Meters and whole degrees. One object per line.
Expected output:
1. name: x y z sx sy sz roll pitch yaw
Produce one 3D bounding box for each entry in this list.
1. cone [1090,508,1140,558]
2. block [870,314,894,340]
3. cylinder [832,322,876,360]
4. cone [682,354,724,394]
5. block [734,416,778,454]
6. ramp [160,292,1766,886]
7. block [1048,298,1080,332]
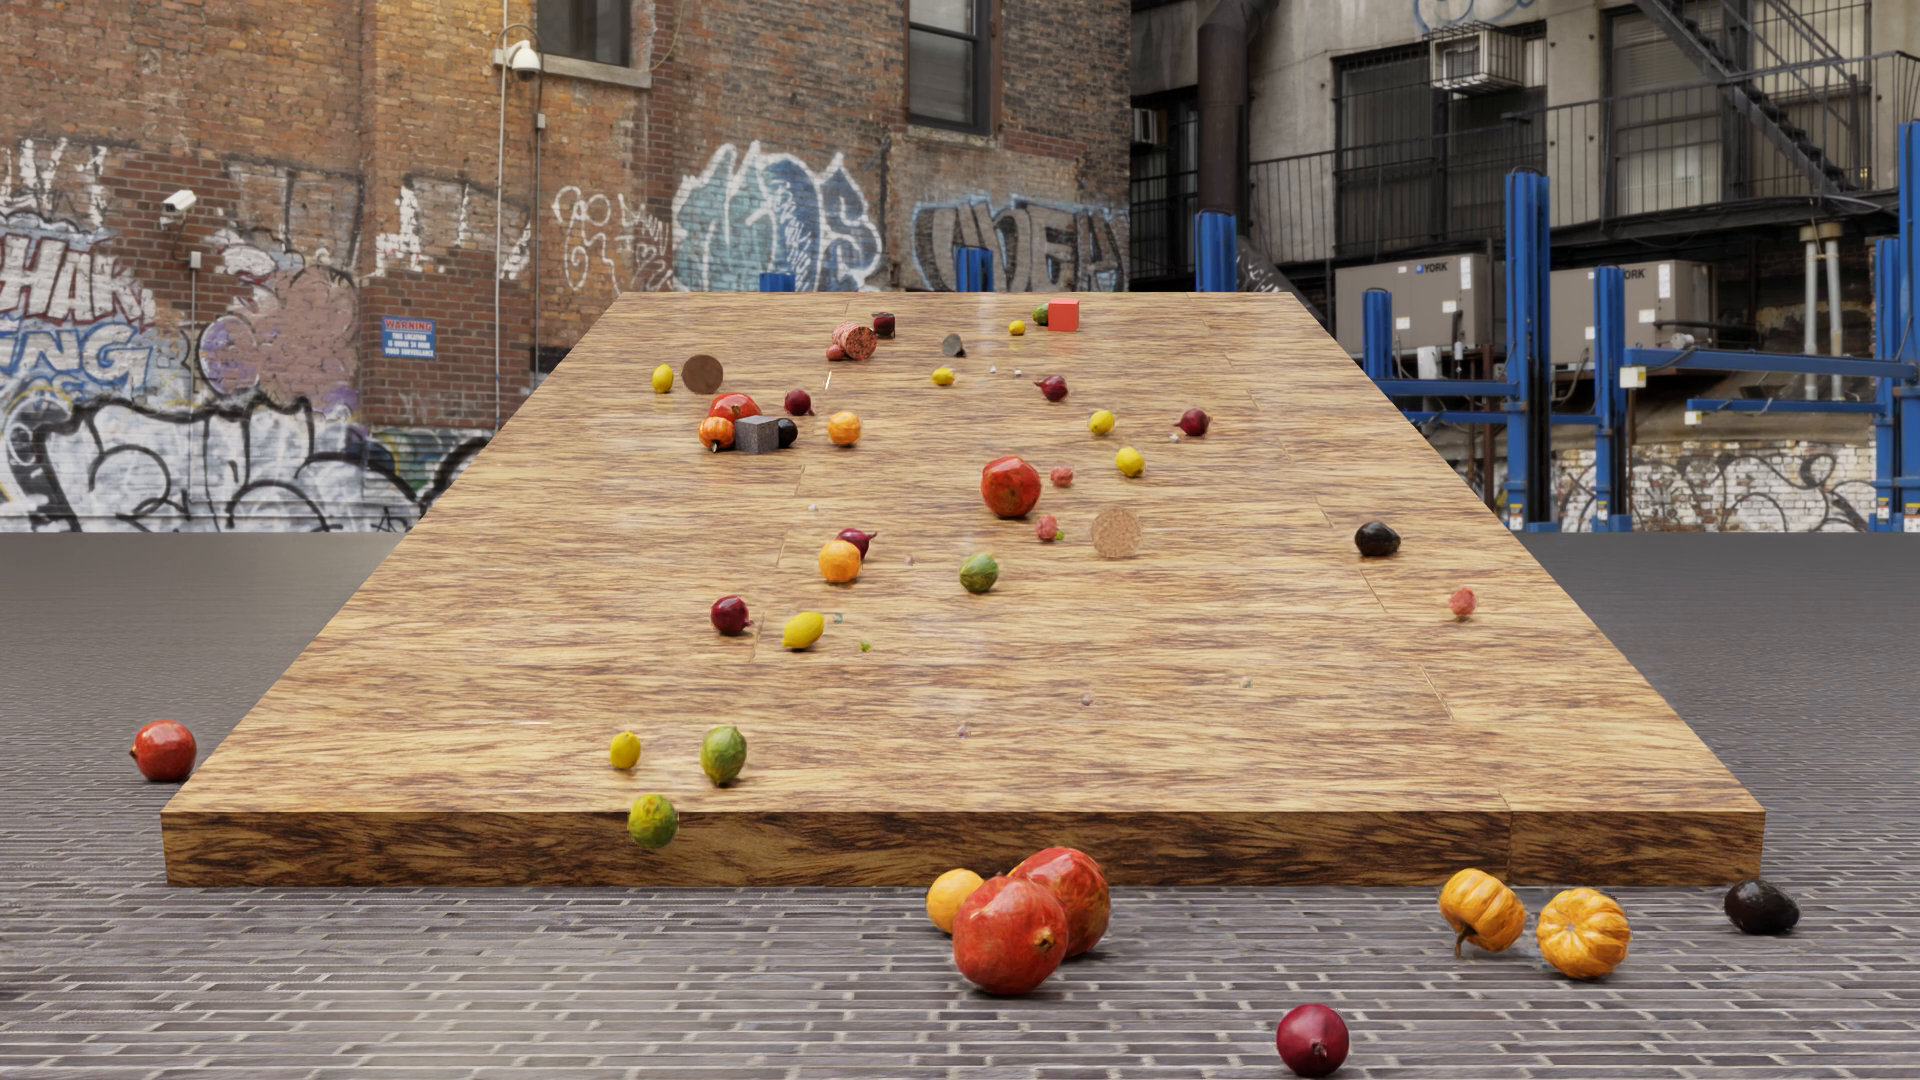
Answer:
1. cone: 0.269 -0.003 3.885 0.088 0.088 0.088 0 -11 -3
2. block: -0.205 -0.570 5.869 0.058 0.058 0.058 -2 16 -7
3. cylinder: -0.269 -0.506 5.592 0.086 0.086 0.086 0 14 -28
4. cone: -0.608 -0.379 5.216 0.098 0.098 0.098 0 -11 -4
5. block: -0.426 -0.221 4.614 0.064 0.064 0.064 12 20 37
6. ramp: -0.002 -0.154 4.681 2.000 0.100 4.000 0 16 0
7. block: 0.282 -0.612 5.988 0.075 0.075 0.075 2 16 8
